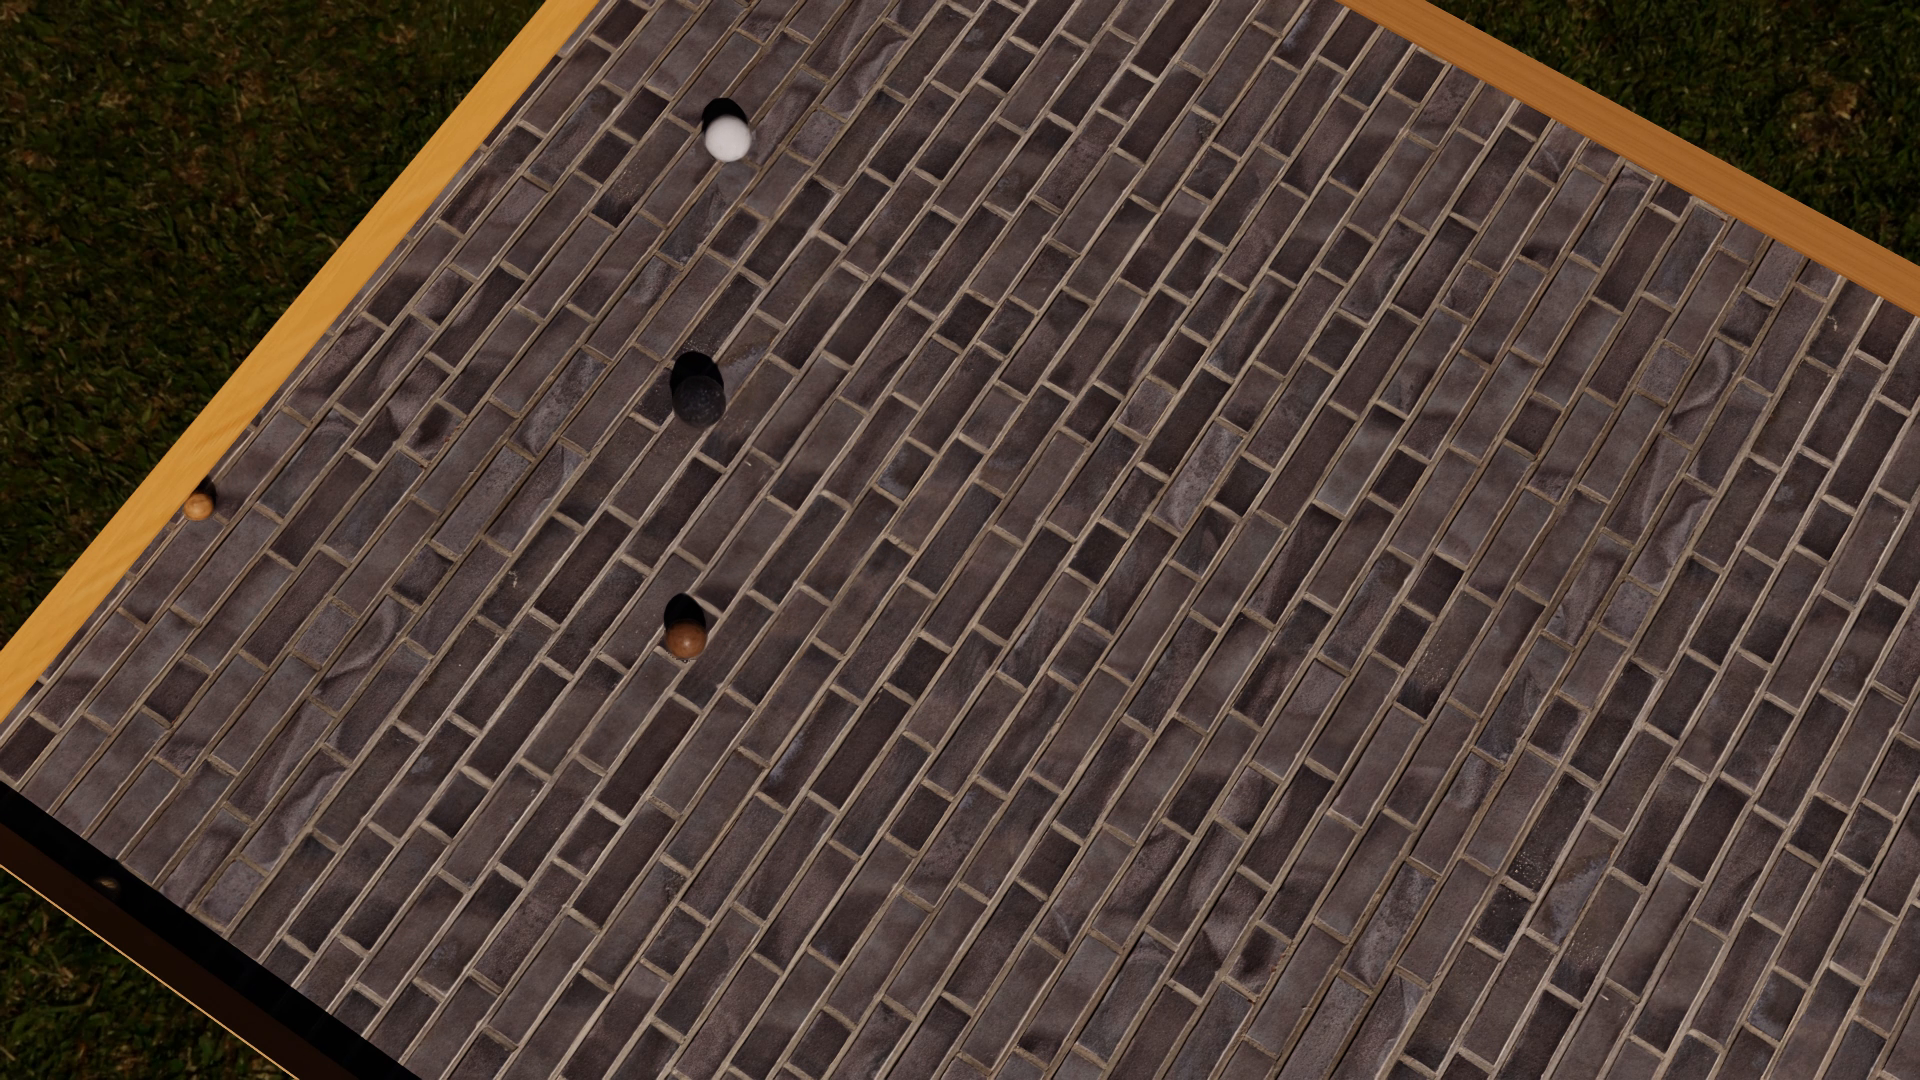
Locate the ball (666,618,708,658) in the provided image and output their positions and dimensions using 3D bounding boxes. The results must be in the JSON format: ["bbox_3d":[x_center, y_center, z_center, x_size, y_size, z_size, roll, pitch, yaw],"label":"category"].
[{"bbox_3d":[-0.421,0.151,3.385,0.064,0.064,0.064,0,70,0],"label":"ball"}]

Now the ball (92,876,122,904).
[{"bbox_3d":[-1.266,0.522,3.262,0.044,0.044,0.044,0,70,0],"label":"ball"}]

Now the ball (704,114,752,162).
[{"bbox_3d":[-0.388,-0.671,3.671,0.079,0.079,0.079,0,70,0],"label":"ball"}]

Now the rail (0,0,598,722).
[{"bbox_3d":[-0.892,-0.559,3.614,0.045,0.110,2.413,32,73,11],"label":"rail"}]

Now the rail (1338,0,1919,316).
[{"bbox_3d":[1.561,-0.376,3.548,4.362,0.110,0.045,32,73,11],"label":"rail"}]

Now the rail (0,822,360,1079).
[{"bbox_3d":[0.263,1.486,2.880,4.362,0.110,0.045,32,73,11],"label":"rail"}]

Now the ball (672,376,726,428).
[{"bbox_3d":[-0.415,-0.220,3.506,0.085,0.085,0.085,0,70,0],"label":"ball"}]

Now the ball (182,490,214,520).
[{"bbox_3d":[-1.201,-0.055,3.467,0.047,0.047,0.047,0,70,0],"label":"ball"}]
